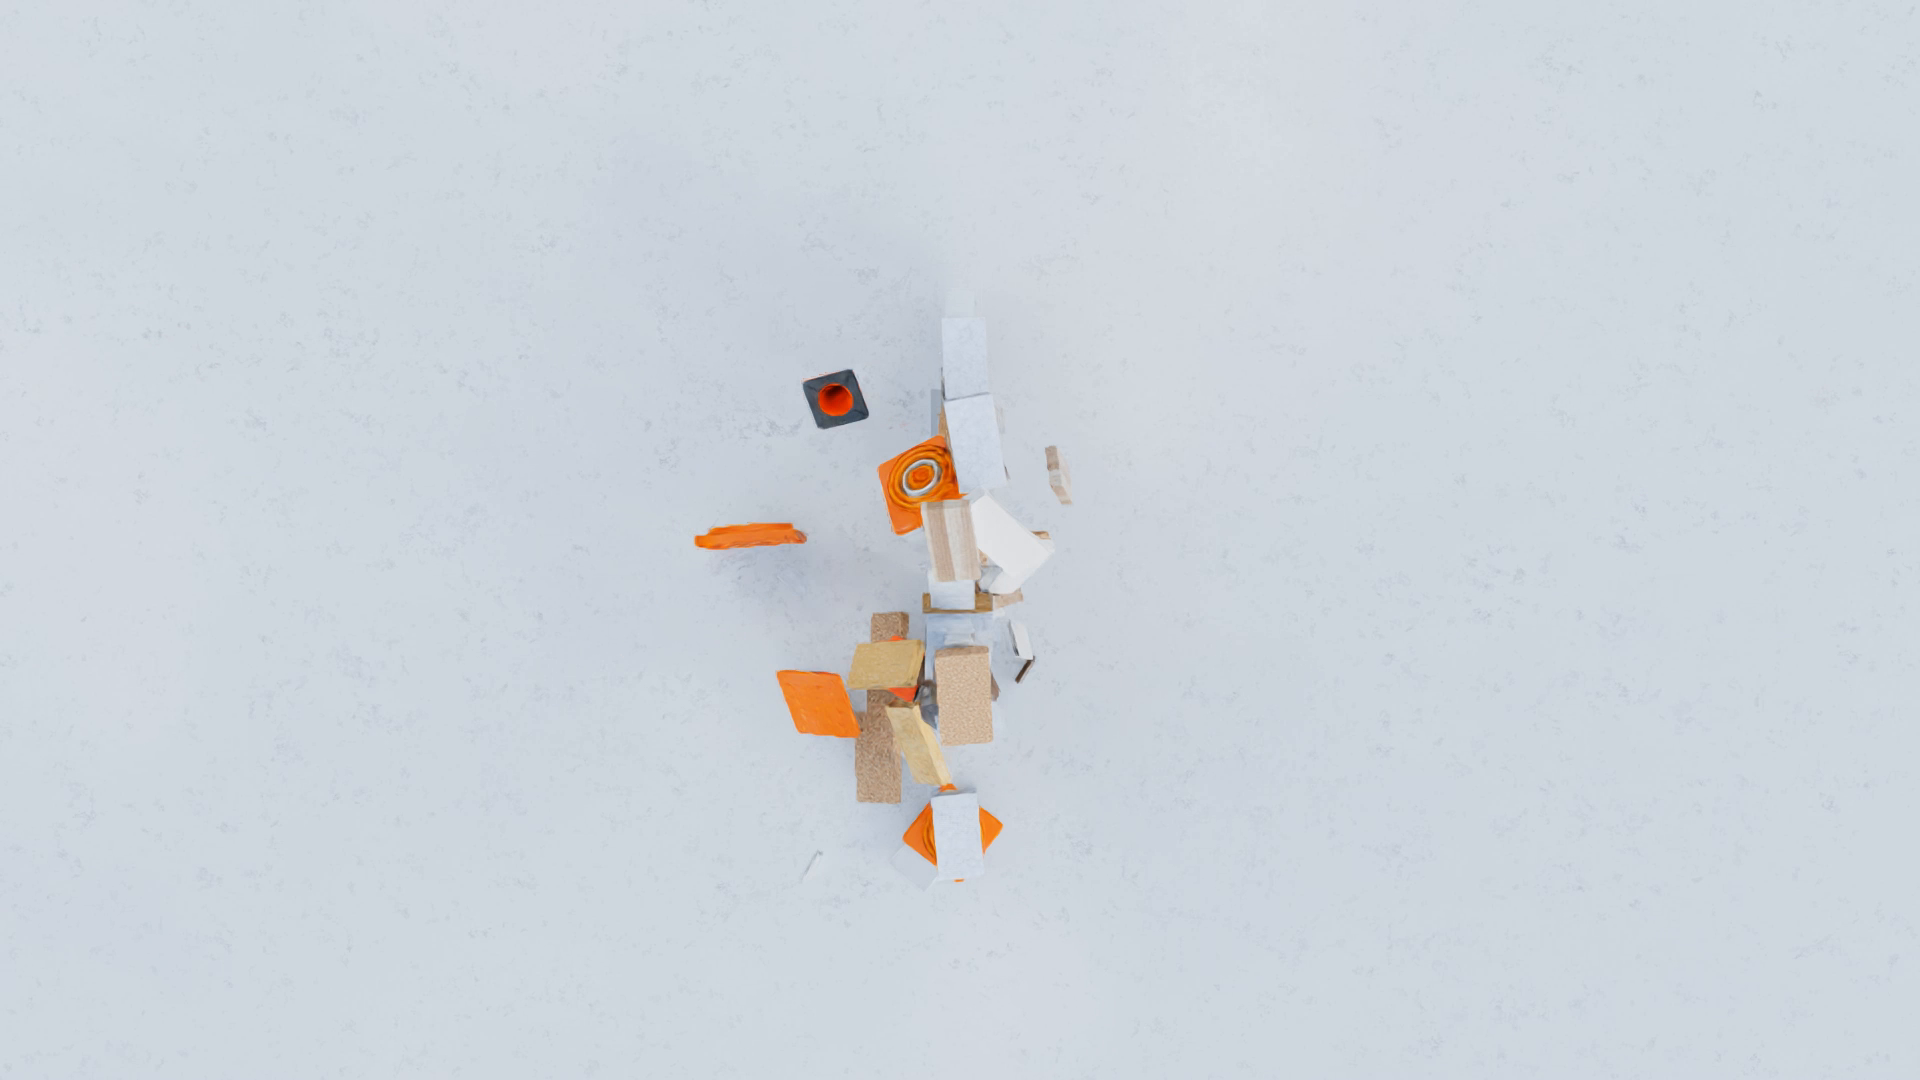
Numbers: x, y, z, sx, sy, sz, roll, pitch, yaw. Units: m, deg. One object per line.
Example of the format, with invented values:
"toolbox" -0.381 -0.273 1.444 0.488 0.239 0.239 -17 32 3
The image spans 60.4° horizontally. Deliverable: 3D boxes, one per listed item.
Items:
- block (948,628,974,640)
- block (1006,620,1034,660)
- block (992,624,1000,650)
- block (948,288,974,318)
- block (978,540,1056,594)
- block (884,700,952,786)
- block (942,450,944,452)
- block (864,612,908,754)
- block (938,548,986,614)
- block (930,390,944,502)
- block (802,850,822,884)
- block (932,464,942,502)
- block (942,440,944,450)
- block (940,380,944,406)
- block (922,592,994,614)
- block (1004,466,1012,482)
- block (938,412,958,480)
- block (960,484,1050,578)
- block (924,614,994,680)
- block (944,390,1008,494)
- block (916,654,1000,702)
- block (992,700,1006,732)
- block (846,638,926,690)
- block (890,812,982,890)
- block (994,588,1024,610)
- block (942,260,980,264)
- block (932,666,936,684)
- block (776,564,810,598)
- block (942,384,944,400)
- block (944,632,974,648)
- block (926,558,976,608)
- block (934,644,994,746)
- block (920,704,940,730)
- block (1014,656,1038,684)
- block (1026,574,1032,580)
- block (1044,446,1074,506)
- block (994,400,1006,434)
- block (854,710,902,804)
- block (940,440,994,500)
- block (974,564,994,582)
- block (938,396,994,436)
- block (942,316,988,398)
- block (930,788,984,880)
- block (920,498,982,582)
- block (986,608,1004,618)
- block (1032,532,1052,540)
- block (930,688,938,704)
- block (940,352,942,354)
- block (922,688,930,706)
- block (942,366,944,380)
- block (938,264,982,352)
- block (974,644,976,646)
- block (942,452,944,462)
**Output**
"block" 0.003 0.252 4.285 0.067 0.134 0.019 -1 73 1
"block" 0.198 0.328 5.433 0.019 0.066 0.132 -39 51 35
"block" 0.009 0.291 4.762 0.177 0.509 0.050 0 82 -3
"block" 0.001 -0.649 4.770 0.075 0.021 0.150 0 90 0
"block" 0.150 0.071 4.366 0.105 0.211 0.030 3 53 -38
"block" -0.128 0.623 5.064 0.039 0.137 0.274 -33 110 -36
"block" 0.003 -0.187 5.003 0.110 0.031 0.221 -1 133 0
"block" -0.239 0.466 5.379 0.135 0.038 0.456 -4 80 44
"block" 0.005 0.116 4.680 0.139 0.039 0.278 0 105 2
"block" -0.002 -0.286 5.116 0.179 0.051 0.357 0 89 0
"block" -0.492 1.084 5.472 0.015 0.054 0.108 31 90 -7
"block" -0.004 -0.129 4.763 0.149 0.299 0.042 -1 121 -1
"block" 0.029 -0.291 4.736 0.149 0.306 0.042 7 101 0
"block" -0.004 -0.406 4.996 0.107 0.214 0.030 -1 54 0
"block" -0.002 0.172 4.492 0.177 0.355 0.050 -1 88 3
"block" 0.064 -0.158 4.205 0.118 0.237 0.034 -25 84 3
"block" 0.025 -0.241 4.322 0.109 0.031 0.218 -15 107 6
"block" 0.094 -0.017 4.127 0.115 0.370 0.033 -35 54 11
"block" -0.005 0.292 4.474 0.177 0.355 0.050 0 65 -2
"block" 0.038 -0.238 4.034 0.118 0.034 0.237 -11 110 -1
"block" -0.026 0.409 4.953 0.274 0.137 0.039 10 60 25
"block" 0.041 0.472 5.080 0.135 0.038 0.270 -17 106 -2
"block" -0.223 0.376 4.959 0.039 0.274 0.137 30 64 -38
"block" -0.080 1.002 5.479 0.149 0.042 0.298 40 90 0
"block" 0.066 0.179 4.872 0.135 0.270 0.038 -17 95 -24
"block" 0.005 -0.768 5.245 0.119 0.034 0.239 0 90 0
"block" 0.001 0.345 4.392 0.138 0.275 0.039 -3 79 -3
"block" -0.555 0.136 5.480 0.108 0.015 0.054 46 70 -4
"block" 0.010 -0.378 4.258 0.109 0.219 0.031 -4 89 -1
"block" 0.002 0.272 4.240 0.067 0.134 0.019 -7 68 5
"block" -0.020 0.112 4.206 0.115 0.230 0.033 0 63 3
"block" 0.010 0.404 4.267 0.138 0.039 0.275 -5 118 -2
"block" -0.022 0.487 4.603 0.138 0.511 0.039 -6 88 -6
"block" 0.219 0.428 5.472 0.015 0.054 0.108 32 90 14
"block" 0.087 0.130 4.955 0.093 0.275 0.026 -18 94 -42
"block" 0.270 -0.173 4.472 0.031 0.218 0.109 -10 75 10
"block" 0.065 -0.326 4.418 0.109 0.218 0.031 -3 79 2
"block" -0.270 0.716 5.445 0.149 0.042 0.298 -1 89 27
"block" 0.023 -0.152 4.580 0.149 0.042 0.299 5 99 0
"block" 0.024 0.101 4.513 0.105 0.234 0.030 -18 92 -12
"block" 0.014 -0.312 4.150 0.118 0.237 0.034 -3 80 -5
"block" 0.013 -0.446 4.123 0.109 0.031 0.219 -2 97 0
"block" -0.008 0.958 5.367 0.149 0.042 0.298 -6 106 -2
"block" -0.020 0.002 3.984 0.115 0.033 0.230 -4 131 7
"block" 0.042 0.231 4.982 0.093 0.185 0.026 -13 90 -36
"block" 0.161 0.012 4.479 0.105 0.211 0.030 -27 98 -16
"block" -0.009 0.385 5.146 0.164 0.047 0.329 1 91 0
"block" 0.000 -0.613 5.120 0.130 0.305 0.037 0 91 0
"block" -0.041 0.524 5.335 0.164 0.329 0.047 9 89 0
"block" -0.003 -0.486 5.074 0.107 0.396 0.030 -1 86 -1
"block" 0.000 -0.697 4.949 0.130 0.037 0.259 0 90 0
"block" 0.008 0.301 4.374 0.067 0.134 0.019 0 72 -1
"block" 0.000 -0.153 4.929 0.110 0.031 0.221 -1 105 0
